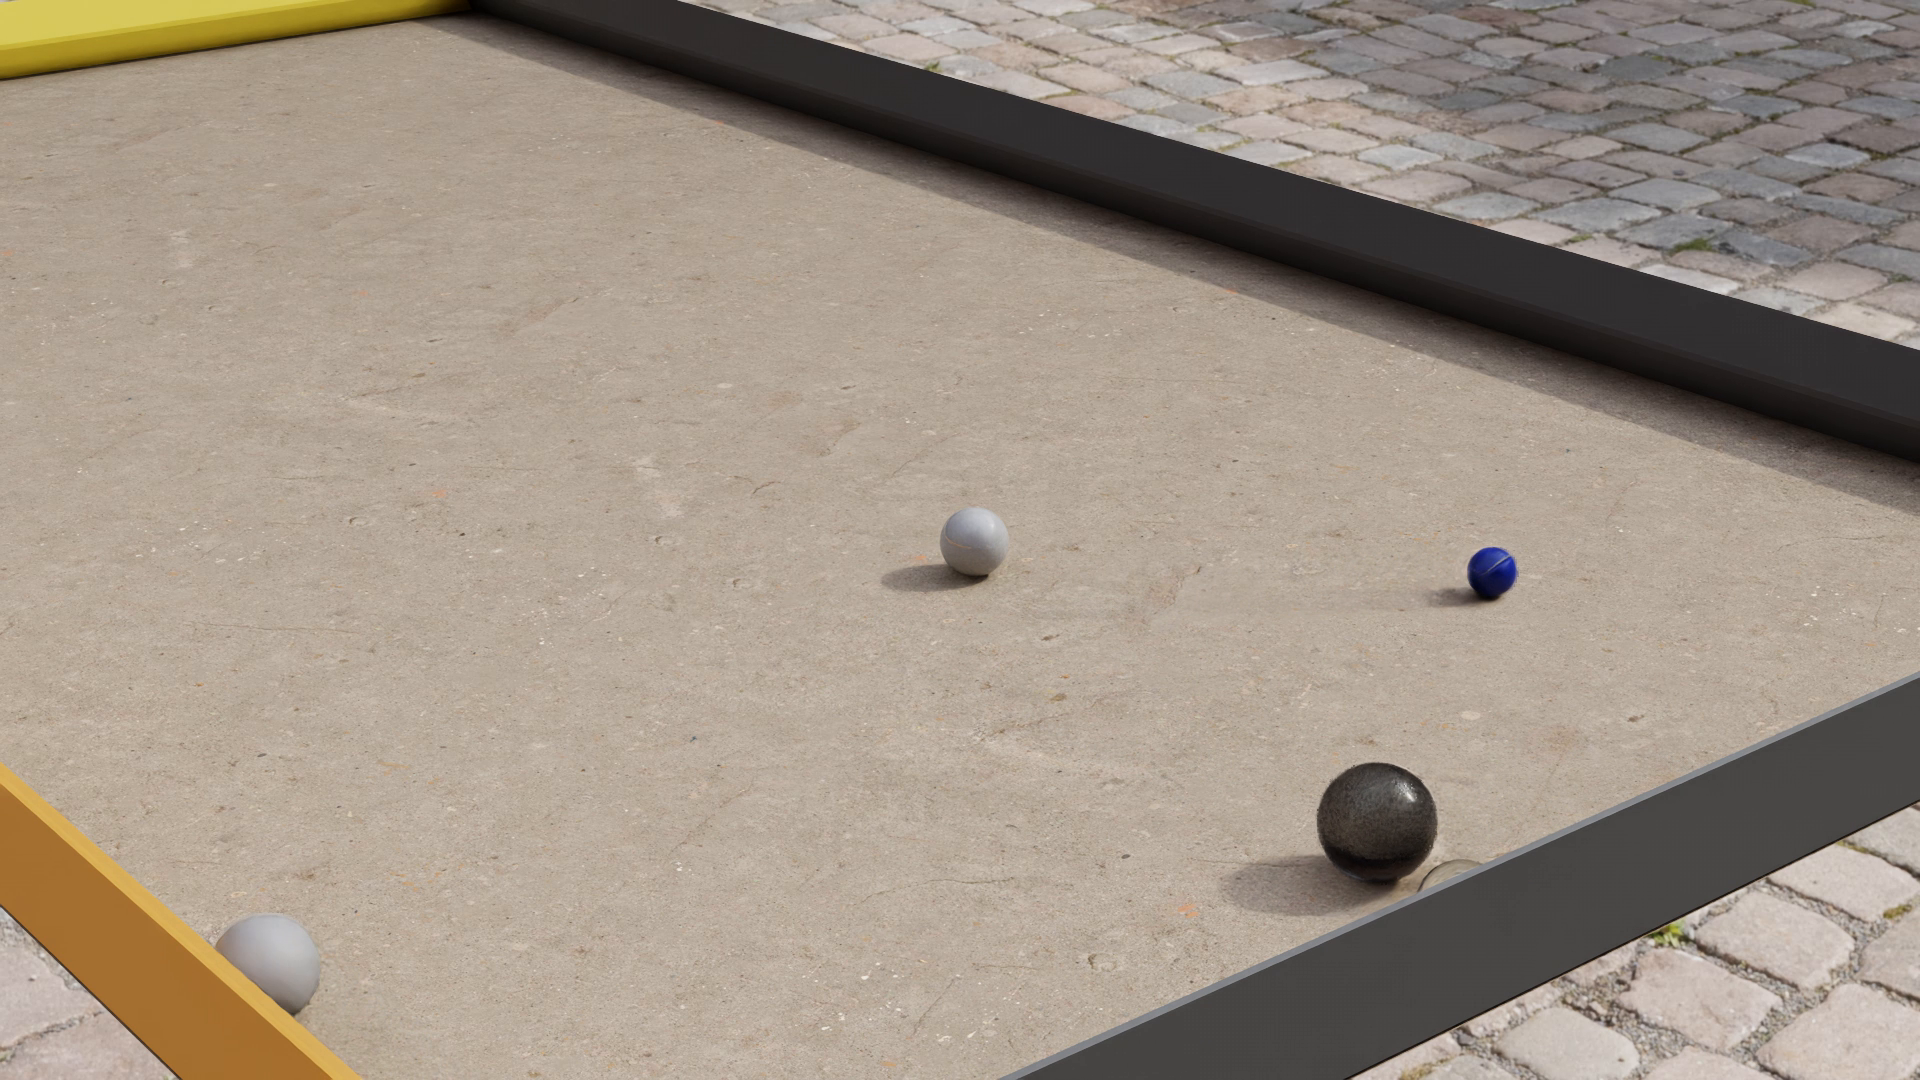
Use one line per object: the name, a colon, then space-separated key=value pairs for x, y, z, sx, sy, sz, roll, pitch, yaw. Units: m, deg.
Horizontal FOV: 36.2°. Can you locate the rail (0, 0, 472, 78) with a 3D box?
rail: x=-1.439 y=-0.687 z=4.148 sx=1.739 sy=0.107 sz=0.045 roll=-17 pitch=27 yaw=-36

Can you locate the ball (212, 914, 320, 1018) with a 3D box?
ball: x=-0.432 y=0.267 z=1.828 sx=0.068 sy=0.068 sz=0.068 roll=0 pitch=22 yaw=0

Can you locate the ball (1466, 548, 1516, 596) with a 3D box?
ball: x=0.445 y=0.027 z=2.462 sx=0.041 sy=0.041 sz=0.041 roll=0 pitch=22 yaw=0

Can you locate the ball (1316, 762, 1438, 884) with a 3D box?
ball: x=0.283 y=0.192 z=1.996 sx=0.082 sy=0.082 sz=0.082 roll=0 pitch=22 yaw=0

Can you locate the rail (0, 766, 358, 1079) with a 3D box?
rail: x=-1.142 y=-0.049 z=2.559 sx=0.045 sy=0.107 sz=3.084 roll=-17 pitch=27 yaw=-36

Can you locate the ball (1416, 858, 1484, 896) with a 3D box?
ball: x=0.326 y=0.238 z=1.911 sx=0.060 sy=0.060 sz=0.060 roll=0 pitch=22 yaw=0

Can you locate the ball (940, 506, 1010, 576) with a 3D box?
ball: x=0.012 y=0.001 z=2.500 sx=0.060 sy=0.060 sz=0.060 roll=0 pitch=22 yaw=0

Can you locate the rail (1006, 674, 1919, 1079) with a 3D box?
rail: x=0.470 y=0.193 z=1.957 sx=1.739 sy=0.107 sz=0.045 roll=-17 pitch=27 yaw=-36

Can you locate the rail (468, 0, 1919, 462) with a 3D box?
rail: x=0.173 y=-0.445 z=3.546 sx=0.045 sy=0.107 sz=3.084 roll=-17 pitch=27 yaw=-36
